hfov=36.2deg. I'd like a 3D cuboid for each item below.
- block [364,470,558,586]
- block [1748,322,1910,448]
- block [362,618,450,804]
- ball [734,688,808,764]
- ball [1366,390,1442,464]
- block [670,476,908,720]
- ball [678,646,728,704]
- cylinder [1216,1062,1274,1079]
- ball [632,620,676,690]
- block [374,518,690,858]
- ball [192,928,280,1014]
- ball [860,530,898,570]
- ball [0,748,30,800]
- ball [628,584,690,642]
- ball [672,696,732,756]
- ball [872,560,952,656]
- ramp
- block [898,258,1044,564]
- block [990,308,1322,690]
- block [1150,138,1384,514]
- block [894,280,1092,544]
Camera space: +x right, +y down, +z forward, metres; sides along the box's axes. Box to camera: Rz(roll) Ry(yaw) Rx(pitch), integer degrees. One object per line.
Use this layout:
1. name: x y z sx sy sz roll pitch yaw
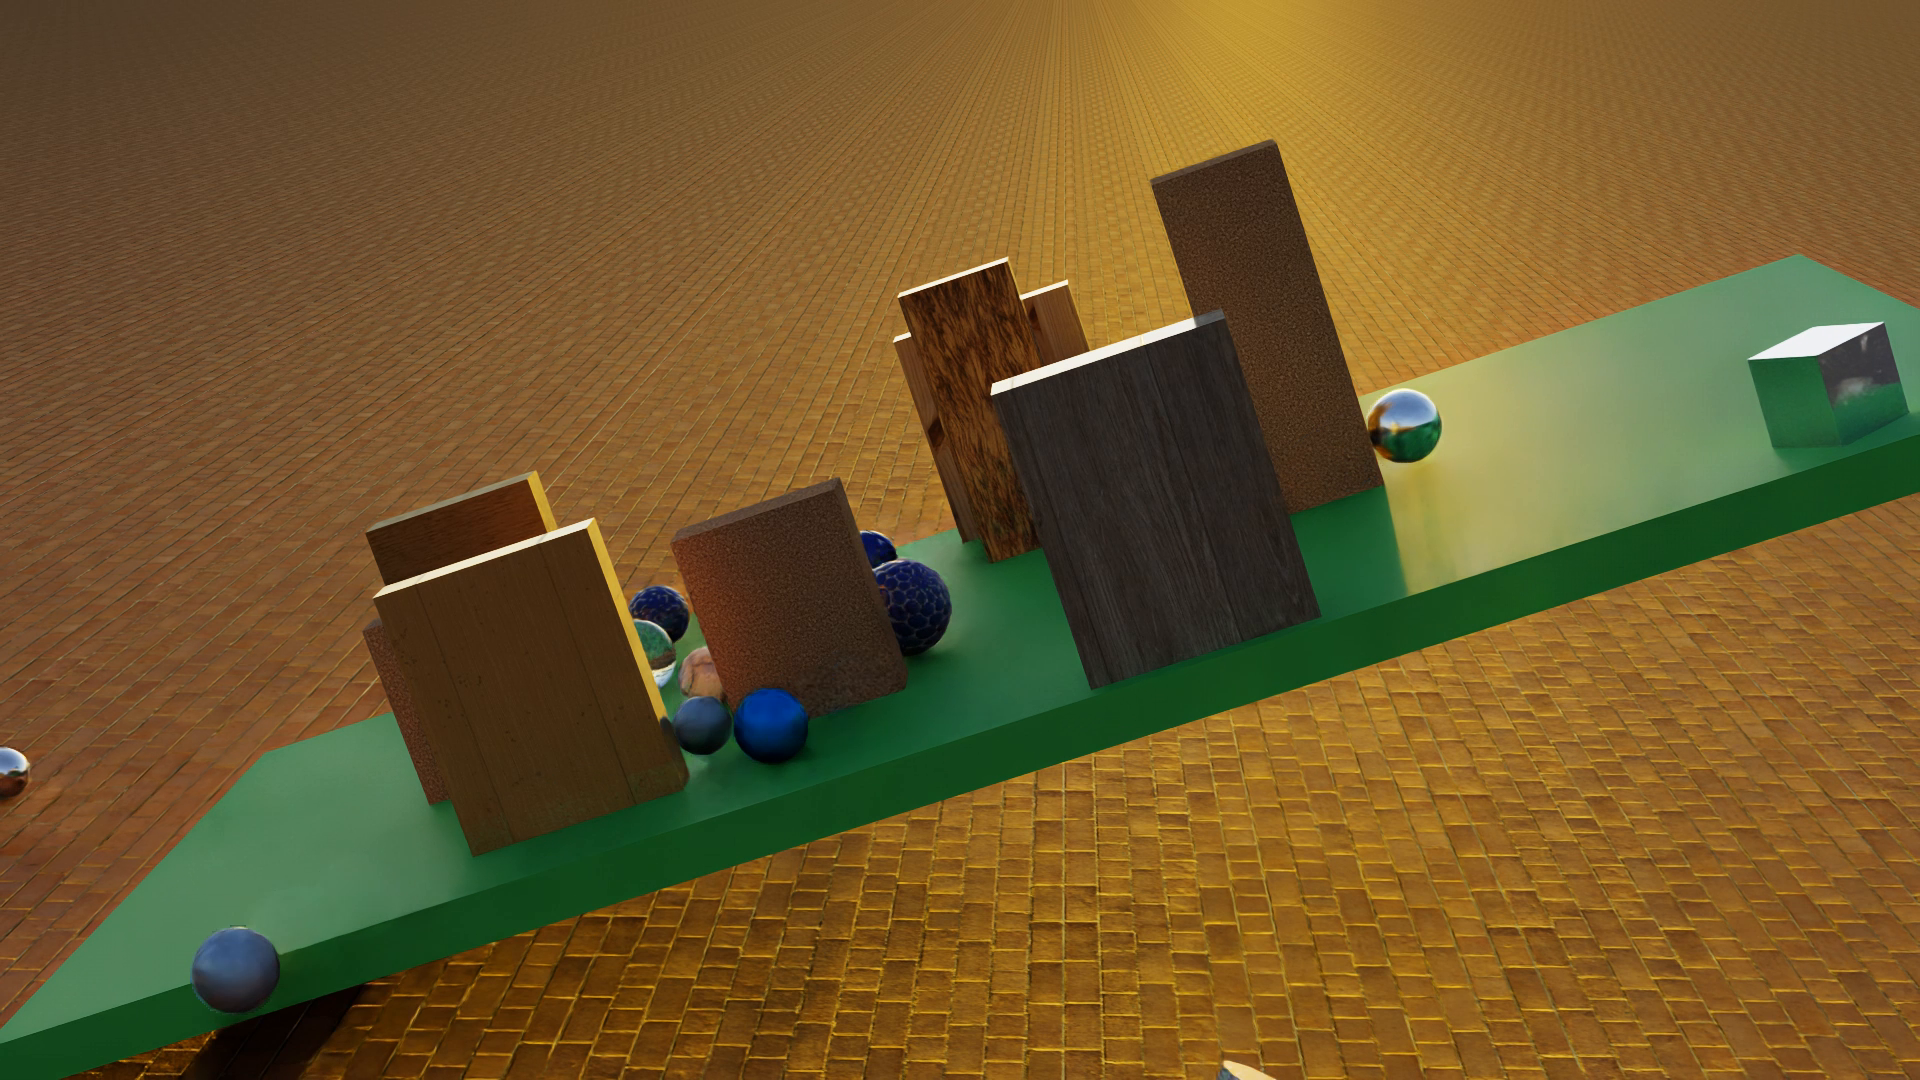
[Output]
1. block: -1.046 0.169 6.608 0.386 0.550 0.110 -18 11 6
2. block: 1.573 -0.279 5.330 0.174 0.174 0.174 -24 12 -26
3. block: -1.051 0.322 6.252 0.294 0.401 0.106 -18 11 6
4. ball: -0.360 0.353 5.594 0.144 0.144 0.144 0 12 0
5. ball: 0.935 -0.239 6.191 0.156 0.156 0.156 0 12 0
6. block: -0.338 0.137 5.874 0.344 0.426 0.134 -18 11 6
7. ball: -0.533 0.291 6.238 0.130 0.130 0.130 0 12 0
8. cylinder: 0.502 1.021 5.230 0.138 0.138 0.138 24 5 -2
9. ball: -0.722 0.264 6.579 0.175 0.175 0.175 0 12 0
10. block: -0.821 0.285 5.662 0.435 0.541 0.097 -18 11 6
11. ball: -1.315 0.782 5.345 0.155 0.155 0.155 0 12 0
12. ball: -0.216 0.047 6.881 0.140 0.140 0.140 0 12 0
13. ball: -2.404 0.587 7.393 0.132 0.132 0.132 0 12 0
14. ball: -0.724 0.183 7.050 0.151 0.151 0.151 0 12 0
15. ball: -0.504 0.363 5.755 0.117 0.117 0.117 0 12 0
16. ball: -0.118 0.141 6.082 0.202 0.202 0.202 0 12 0
17. ramp: 0.106 0.180 6.305 4.000 0.100 2.000 -18 11 6
18. block: 0.088 -0.293 6.693 0.260 0.646 0.082 -18 11 6
19. block: 0.356 -0.073 5.336 0.438 0.572 0.132 -18 11 6
20. block: 0.644 -0.438 6.179 0.271 0.749 0.141 -18 11 6
21. block: 0.132 -0.306 7.040 0.435 0.514 0.085 -18 11 6
